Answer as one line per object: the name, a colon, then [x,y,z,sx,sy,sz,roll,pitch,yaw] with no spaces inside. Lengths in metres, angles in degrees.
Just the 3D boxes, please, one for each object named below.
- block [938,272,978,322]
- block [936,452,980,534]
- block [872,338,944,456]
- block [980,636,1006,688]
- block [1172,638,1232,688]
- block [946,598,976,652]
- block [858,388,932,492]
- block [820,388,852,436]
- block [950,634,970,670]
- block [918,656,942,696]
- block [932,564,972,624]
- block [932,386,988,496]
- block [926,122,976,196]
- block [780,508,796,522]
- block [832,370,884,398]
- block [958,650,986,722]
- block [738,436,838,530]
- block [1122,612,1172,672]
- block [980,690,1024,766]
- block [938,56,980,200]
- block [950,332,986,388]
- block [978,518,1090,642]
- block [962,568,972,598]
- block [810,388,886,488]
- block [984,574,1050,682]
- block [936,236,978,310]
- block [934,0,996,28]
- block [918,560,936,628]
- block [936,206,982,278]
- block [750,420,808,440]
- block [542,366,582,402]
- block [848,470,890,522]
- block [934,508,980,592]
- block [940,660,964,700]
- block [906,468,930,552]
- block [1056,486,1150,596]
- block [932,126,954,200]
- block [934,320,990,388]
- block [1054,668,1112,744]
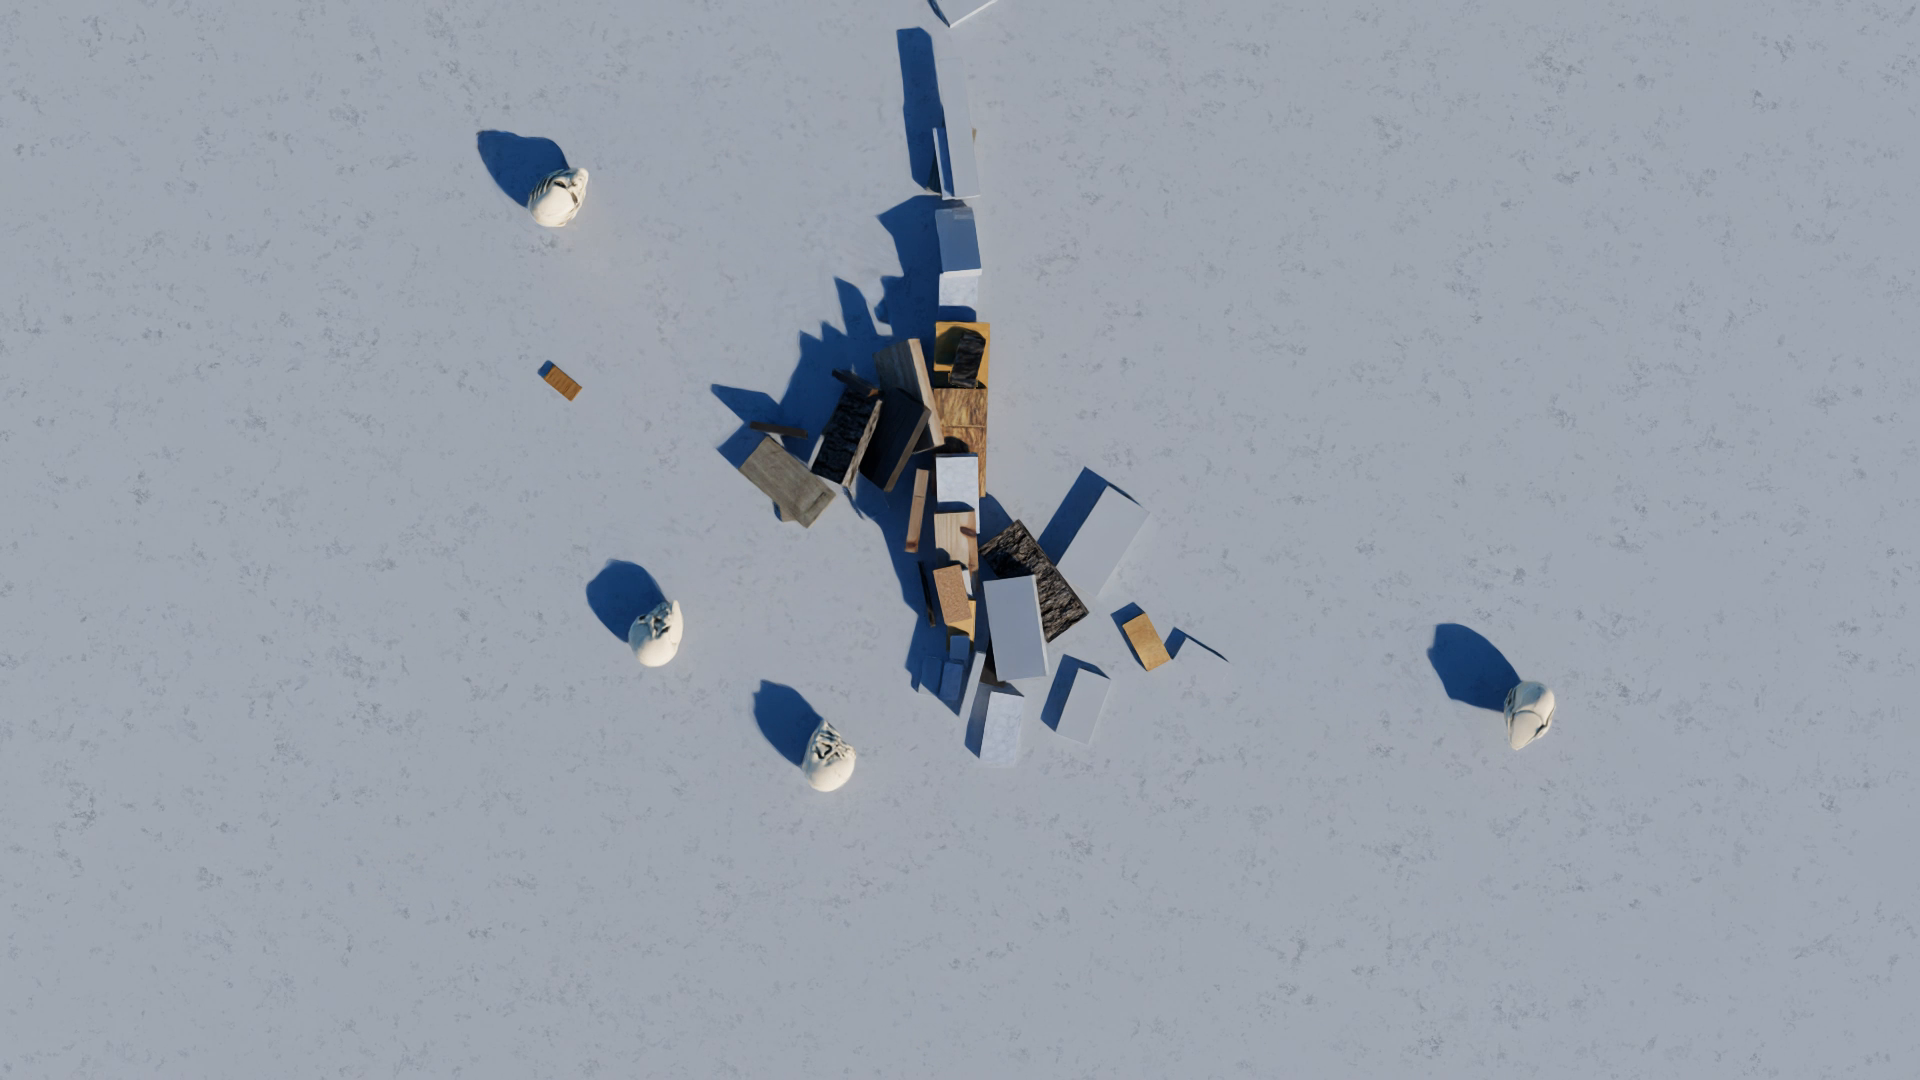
block: [-0.008,-0.760,5.447,0.125,0.035,0.249,1,105,-1]
block: [-0.007,-0.152,5.426,0.135,0.038,0.271,-1,114,1]
block: [-0.170,-0.465,5.416,0.179,0.051,0.357,-15,89,45]
block: [0.126,0.395,5.487,0.089,0.025,0.177,15,90,0]
block: [0.806,0.407,5.487,0.177,0.025,0.089,31,90,0]
block: [0.003,0.280,5.458,0.091,0.026,0.182,2,109,0]
block: [-0.219,-0.326,5.376,0.151,0.043,0.302,38,109,32]
block: [-0.376,-0.405,5.487,0.091,0.026,0.183,33,90,0]
block: [-0.002,0.371,5.466,0.063,0.018,0.126,3,114,0]
block: [-0.099,0.453,5.491,0.063,0.018,0.126,8,90,0]
block: [-0.024,0.177,5.402,0.091,0.026,0.182,-13,95,1]
block: [-0.002,-0.324,5.433,0.179,0.051,0.357,1,104,0]
block: [-0.028,-1.262,5.483,0.117,0.033,0.233,14,90,0]
block: [-0.538,-0.097,5.492,0.118,0.017,0.059,-9,90,0]
block: [-0.336,-0.515,5.425,0.166,0.083,0.023,30,104,26]
block: [0.039,0.482,5.442,0.033,0.115,0.230,15,90,0]
block: [-0.571,-0.189,5.467,0.302,0.043,0.151,40,87,3]
block: [0.620,0.339,5.487,0.089,0.025,0.177,-29,90,0]
block: [0.139,0.625,5.484,0.115,0.033,0.230,10,90,0]
block: [-0.004,-1.353,5.422,0.083,0.023,0.457,-7,90,0]
block: [0.026,-0.586,5.361,0.083,0.023,0.166,15,78,-3]
block: [0.243,0.136,5.452,0.166,0.047,0.388,-37,90,18]
block: [-0.005,0.184,5.454,0.091,0.026,0.182,-8,111,2]
block: [-0.368,-0.336,5.411,0.151,0.043,0.302,23,90,38]
block: [0.185,0.289,5.426,0.166,0.047,0.332,-8,91,16]
block: [-0.008,-0.888,5.482,0.125,0.035,0.249,-3,90,0]
block: [0.038,-1.816,5.483,0.233,0.033,0.117,-31,90,0]
block: [-0.109,0.179,5.470,0.017,0.059,0.220,-11,90,1]
block: [-0.006,-0.980,5.427,0.125,0.035,0.249,-5,65,-4]
block: [-0.597,-0.363,5.454,0.183,0.091,0.026,10,90,0]
block: [-1.323,-0.521,5.492,0.118,0.017,0.059,39,90,0]
block: [-0.316,-0.163,5.487,0.091,0.026,0.183,-27,90,0]
block: [-0.010,0.037,5.445,0.135,0.038,0.271,-3,106,0]
block: [-0.028,0.468,5.477,0.063,0.018,0.126,9,103,0]
block: [-0.141,-0.095,5.432,0.038,0.135,0.271,8,90,0]
block: [0.470,0.005,5.476,0.166,0.047,0.332,33,90,0]
block: [-0.017,-1.250,5.450,0.117,0.033,0.233,-8,90,0]
block: [0.004,-0.540,5.440,0.179,0.051,0.357,2,101,0]
block: [0.409,0.552,5.484,0.115,0.033,0.230,20,90,0]
